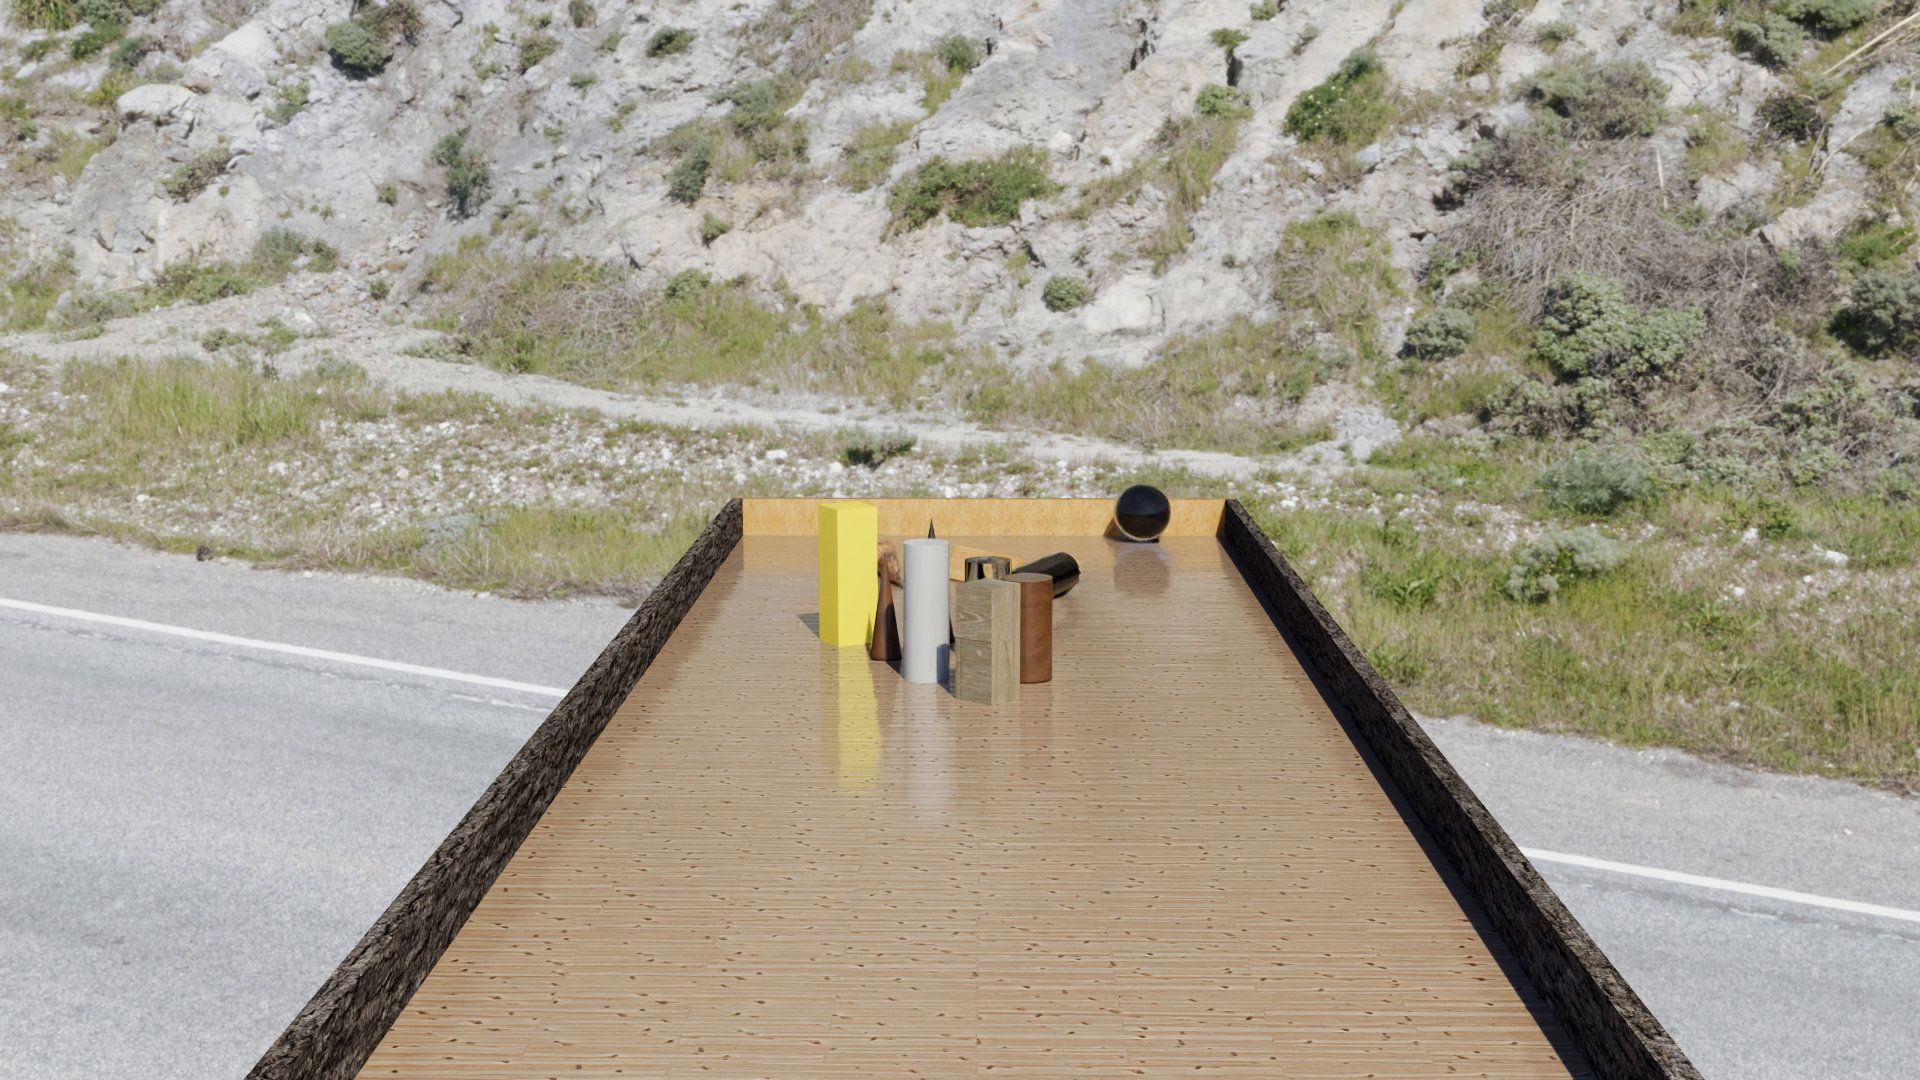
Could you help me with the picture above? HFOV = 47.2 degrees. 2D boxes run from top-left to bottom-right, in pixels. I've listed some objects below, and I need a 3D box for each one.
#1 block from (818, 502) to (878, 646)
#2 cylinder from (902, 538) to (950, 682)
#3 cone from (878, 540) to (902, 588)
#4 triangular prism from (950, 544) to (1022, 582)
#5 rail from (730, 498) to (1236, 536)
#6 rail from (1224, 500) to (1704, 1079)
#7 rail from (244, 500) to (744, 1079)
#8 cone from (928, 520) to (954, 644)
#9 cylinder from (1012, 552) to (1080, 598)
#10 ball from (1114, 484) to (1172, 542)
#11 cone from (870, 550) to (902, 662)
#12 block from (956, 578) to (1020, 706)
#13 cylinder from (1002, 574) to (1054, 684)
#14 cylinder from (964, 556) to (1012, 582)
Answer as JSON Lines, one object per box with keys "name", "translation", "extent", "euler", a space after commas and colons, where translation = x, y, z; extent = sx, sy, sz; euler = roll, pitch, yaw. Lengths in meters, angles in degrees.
{"name": "block", "translation": [-0.354, 0.106, 6.953], "extent": [0.138, 0.434, 0.138], "euler": [-5, 10, -29]}
{"name": "cylinder", "translation": [-0.098, 0.205, 6.427], "extent": [0.136, 0.403, 0.136], "euler": [0, 9, 0]}
{"name": "cone", "translation": [-0.250, 0.116, 8.091], "extent": [0.117, 0.117, 0.428], "euler": [-2, 17, -13]}
{"name": "triangular prism", "translation": [0.103, 0.097, 8.005], "extent": [0.135, 0.117, 0.367], "euler": [-7, 11, -37]}
{"name": "rail", "translation": [0.099, -0.098, 9.147], "extent": [2.100, 0.150, 0.050], "euler": [0, 9, 1]}
{"name": "rail", "translation": [1.046, 0.843, 3.208], "extent": [0.050, 0.150, 12.000], "euler": [0, 9, 1]}
{"name": "rail", "translation": [-1.004, 0.839, 3.234], "extent": [0.050, 0.150, 12.000], "euler": [0, 9, 1]}
{"name": "cone", "translation": [-0.090, 0.124, 6.953], "extent": [0.147, 0.399, 0.147], "euler": [0, 9, 0]}
{"name": "cylinder", "translation": [0.267, 0.145, 7.638], "extent": [0.143, 0.143, 0.444], "euler": [4, 10, 25]}
{"name": "ball", "translation": [0.744, -0.110, 8.953], "extent": [0.235, 0.235, 0.235], "euler": [0, 9, 0]}
{"name": "cone", "translation": [-0.228, 0.195, 6.703], "extent": [0.101, 0.338, 0.101], "euler": [0, 9, 0]}
{"name": "block", "translation": [0.078, 0.284, 6.169], "extent": [0.129, 0.328, 0.129], "euler": [7, 12, 39]}
{"name": "cylinder", "translation": [0.196, 0.257, 6.425], "extent": [0.151, 0.301, 0.151], "euler": [0, 9, 0]}
{"name": "cylinder", "translation": [0.085, 0.213, 6.673], "extent": [0.143, 0.310, 0.143], "euler": [0, 9, 0]}
